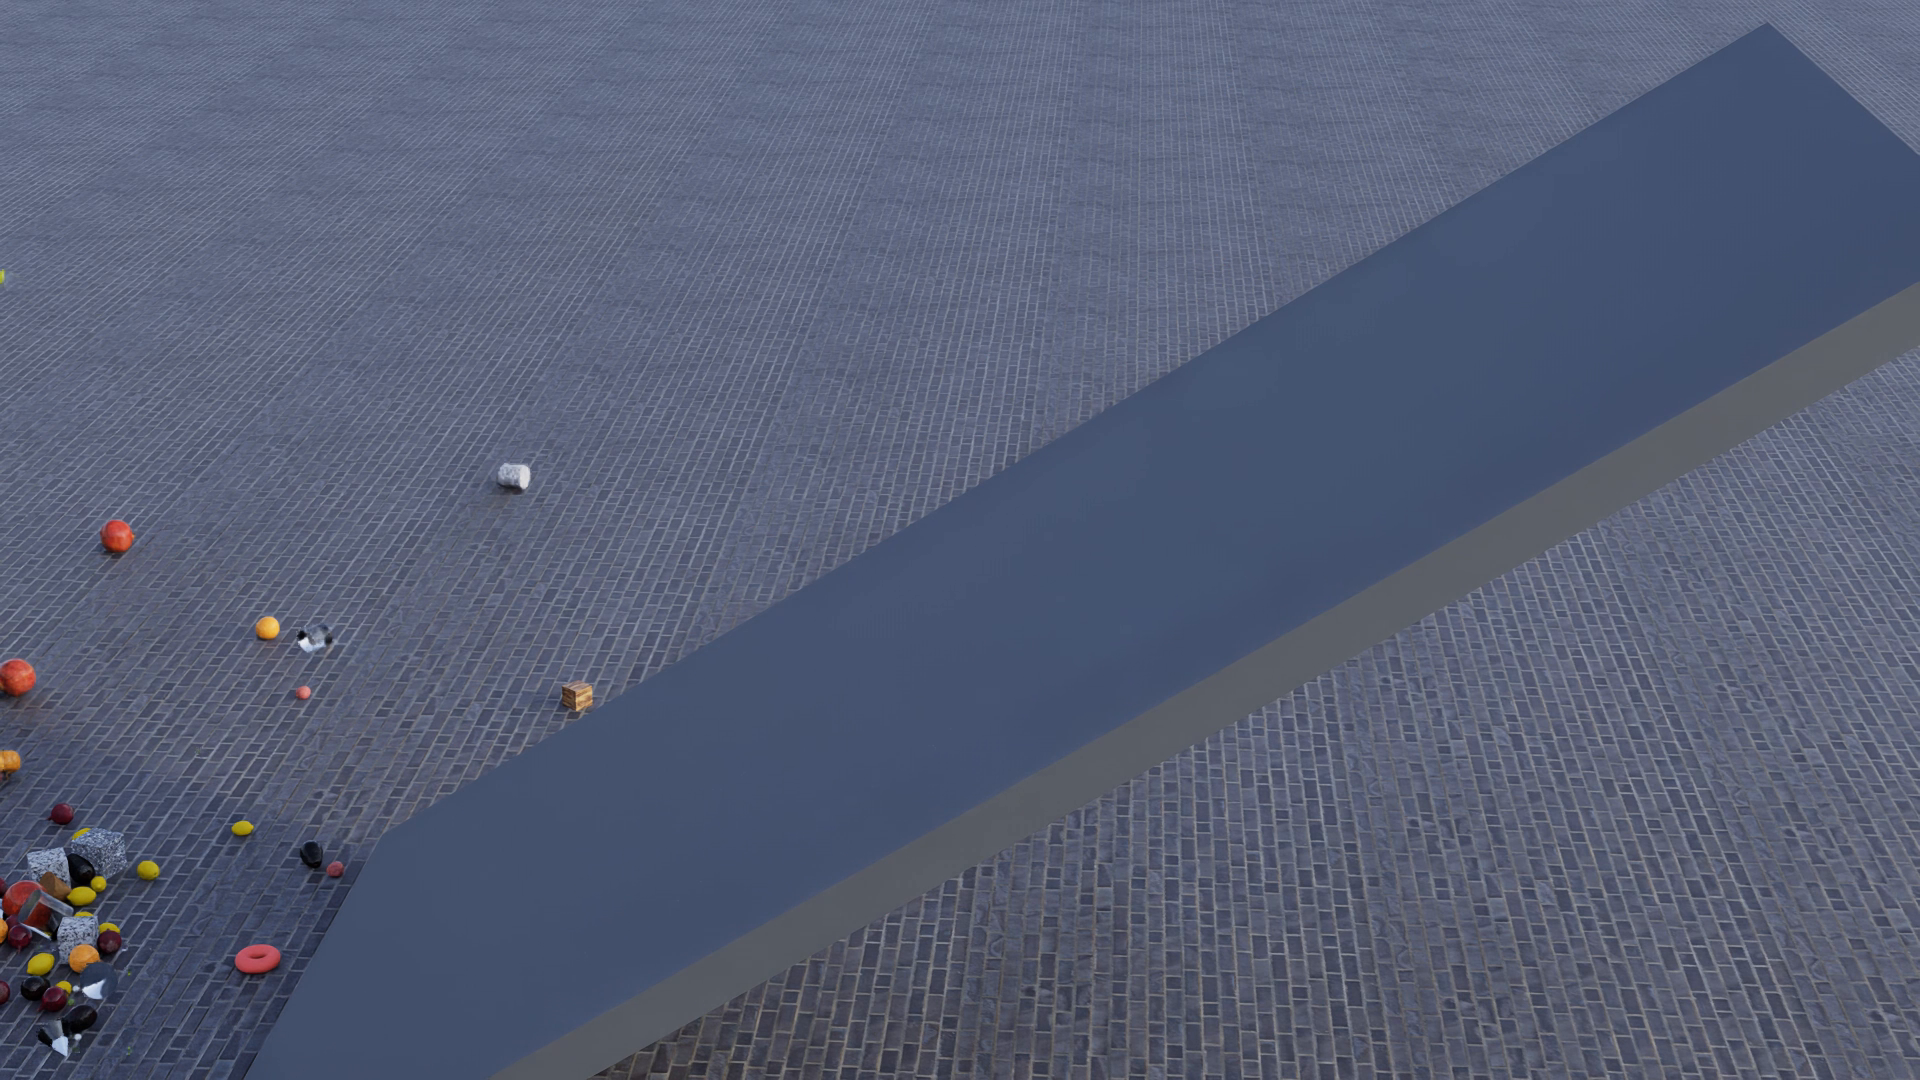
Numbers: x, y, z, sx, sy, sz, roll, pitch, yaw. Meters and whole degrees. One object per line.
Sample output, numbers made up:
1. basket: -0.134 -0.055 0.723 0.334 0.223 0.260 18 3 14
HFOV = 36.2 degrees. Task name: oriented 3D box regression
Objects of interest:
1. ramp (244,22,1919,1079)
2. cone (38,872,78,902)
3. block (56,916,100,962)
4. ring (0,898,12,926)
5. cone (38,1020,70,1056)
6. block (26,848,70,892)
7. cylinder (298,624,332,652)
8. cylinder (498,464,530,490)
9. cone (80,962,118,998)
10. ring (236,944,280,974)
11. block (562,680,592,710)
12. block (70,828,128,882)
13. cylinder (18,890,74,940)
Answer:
1. ramp: 0.140 0.170 6.293 4.000 0.100 2.000 -30 15 13
2. cone: -2.287 0.901 7.500 0.097 0.097 0.097 18 4 -41
3. block: -2.163 0.980 7.223 0.083 0.083 0.083 -2 20 -5
4. ring: -2.457 0.940 7.387 0.144 0.048 0.144 2 19 -1
5. cone: -2.075 1.163 6.788 0.078 0.078 0.078 -14 51 -34
6. block: -2.341 0.856 7.556 0.090 0.090 0.090 -9 22 -23
7. cylinder: -1.996 0.303 9.108 0.073 0.073 0.073 15 26 35
8. cylinder: -1.601 -0.228 10.558 0.083 0.083 0.083 6 21 17
9. cone: -2.058 1.057 7.073 0.089 0.089 0.089 0 -7 -1
10. ring: -1.713 1.023 7.175 0.110 0.037 0.110 -1 21 0
11. block: -1.131 0.459 8.691 0.062 0.062 0.062 18 26 40
12. block: -2.241 0.818 7.653 0.096 0.096 0.096 8 21 22
13. cylinder: -2.266 0.929 7.289 0.095 0.095 0.095 37 2 -29
